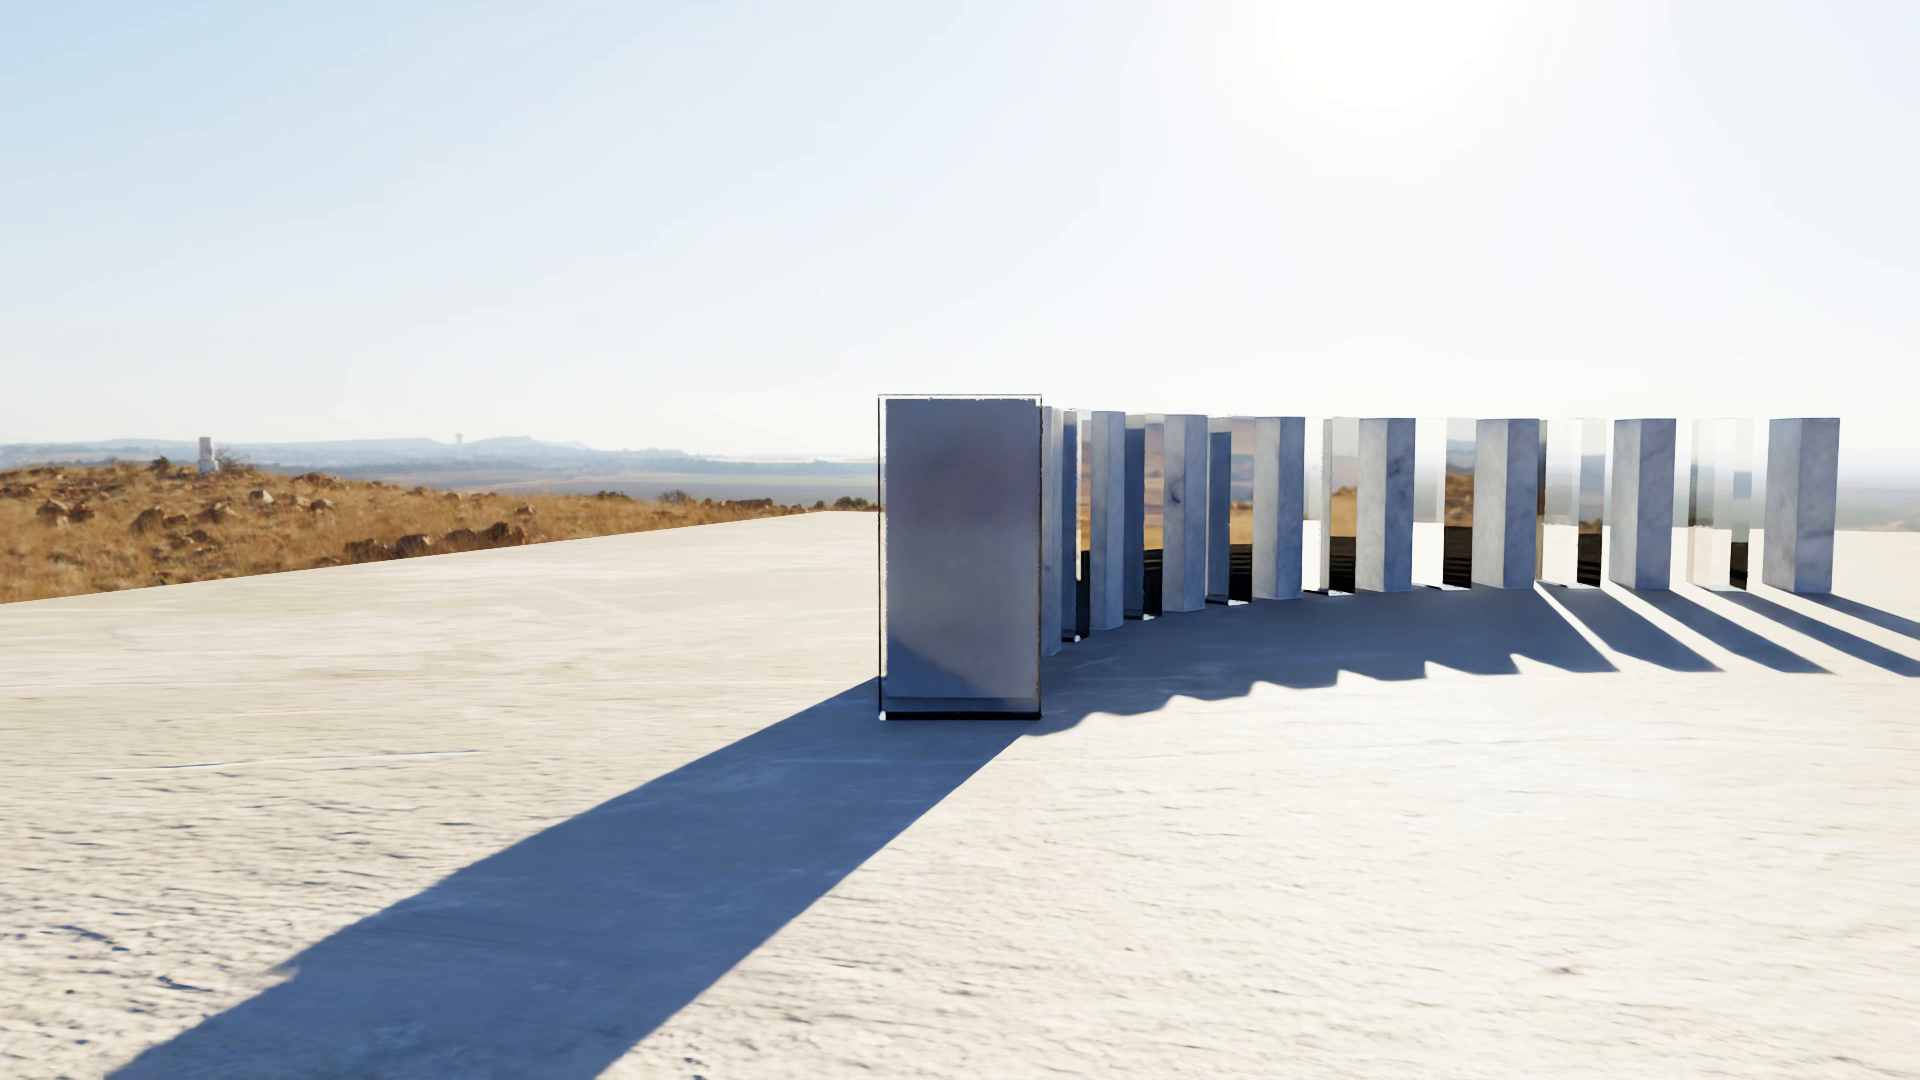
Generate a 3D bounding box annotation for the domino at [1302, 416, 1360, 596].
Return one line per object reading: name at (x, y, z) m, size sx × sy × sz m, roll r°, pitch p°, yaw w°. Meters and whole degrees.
domino at (0.102, -0.010, 0.371) m, size 0.010 × 0.050 × 0.025 m, roll -2°, pitch 5°, yaw -25°

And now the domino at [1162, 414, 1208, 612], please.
domino at (0.051, -0.008, 0.335) m, size 0.025 × 0.050 × 0.009 m, roll 4°, pitch 6°, yaw 44°

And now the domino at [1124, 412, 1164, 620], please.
domino at (0.037, -0.006, 0.319) m, size 0.025 × 0.050 × 0.010 m, roll 3°, pitch 5°, yaw 38°

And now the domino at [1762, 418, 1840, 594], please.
domino at (0.246, -0.011, 0.377) m, size 0.010 × 0.050 × 0.025 m, roll 1°, pitch 4°, yaw 13°

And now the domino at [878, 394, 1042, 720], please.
domino at (0.000, 0.002, 0.201) m, size 0.025 × 0.050 × 0.010 m, roll 0°, pitch 4°, yaw 0°

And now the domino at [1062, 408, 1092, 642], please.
domino at (0.015, -0.004, 0.283) m, size 0.025 × 0.050 × 0.010 m, roll 2°, pitch 5°, yaw 24°

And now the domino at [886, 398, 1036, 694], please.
domino at (0.000, 0.001, 0.222) m, size 0.025 × 0.050 × 0.010 m, roll 0°, pitch 4°, yaw 2°

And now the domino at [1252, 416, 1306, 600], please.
domino at (0.084, -0.010, 0.361) m, size 0.009 × 0.050 × 0.025 m, roll -3°, pitch 5°, yaw -32°

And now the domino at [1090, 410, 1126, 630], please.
domino at (0.025, -0.005, 0.302) m, size 0.025 × 0.050 × 0.009 m, roll 3°, pitch 5°, yaw 31°

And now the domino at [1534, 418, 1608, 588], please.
domino at (0.184, -0.012, 0.389) m, size 0.010 × 0.050 × 0.025 m, roll 0°, pitch 4°, yaw 1°

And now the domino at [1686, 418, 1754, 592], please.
domino at (0.226, -0.011, 0.382) m, size 0.010 × 0.050 × 0.025 m, roll 1°, pitch 4°, yaw 15°

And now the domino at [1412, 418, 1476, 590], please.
domino at (0.142, -0.011, 0.385) m, size 0.010 × 0.050 × 0.025 m, roll -1°, pitch 4°, yaw -12°

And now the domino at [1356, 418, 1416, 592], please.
domino at (0.122, -0.011, 0.379) m, size 0.010 × 0.050 × 0.025 m, roll -1°, pitch 5°, yaw -19°

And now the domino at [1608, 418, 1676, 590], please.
domino at (0.205, -0.011, 0.387) m, size 0.009 × 0.050 × 0.025 m, roll 1°, pitch 4°, yaw 10°

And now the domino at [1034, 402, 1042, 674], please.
domino at (0.002, -0.001, 0.243) m, size 0.025 × 0.050 × 0.010 m, roll 1°, pitch 4°, yaw 11°

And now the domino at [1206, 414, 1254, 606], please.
domino at (0.067, -0.009, 0.349) m, size 0.009 × 0.050 × 0.025 m, roll -3°, pitch 5°, yaw -39°

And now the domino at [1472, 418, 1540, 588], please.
domino at (0.163, -0.012, 0.388) m, size 0.010 × 0.050 × 0.025 m, roll 0°, pitch 4°, yaw -5°

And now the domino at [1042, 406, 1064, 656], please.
domino at (0.008, -0.002, 0.263) m, size 0.025 × 0.050 × 0.010 m, roll 1°, pitch 5°, yaw 18°
